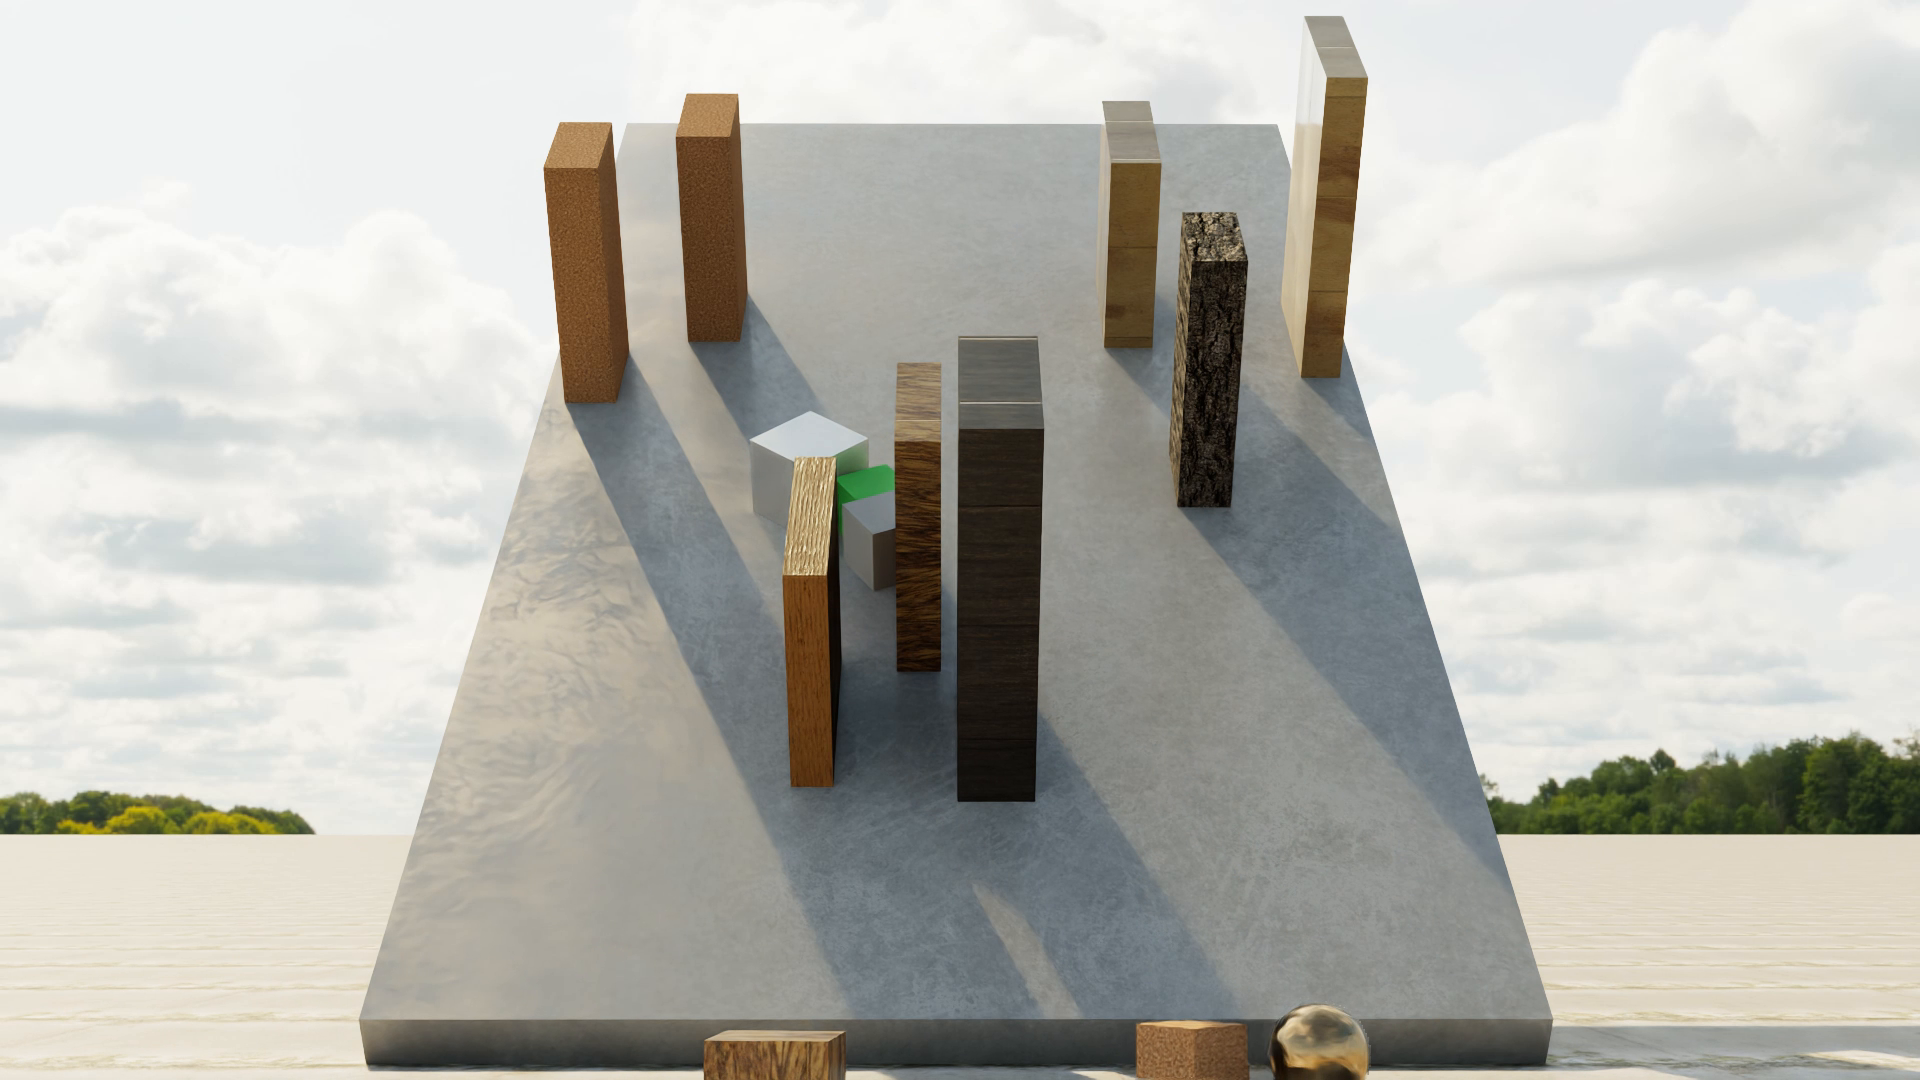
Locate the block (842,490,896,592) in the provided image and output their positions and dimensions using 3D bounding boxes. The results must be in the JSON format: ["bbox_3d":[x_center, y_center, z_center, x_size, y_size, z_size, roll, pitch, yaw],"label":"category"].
[{"bbox_3d":[-0.157,-0.001,5.256,0.143,0.143,0.143,-16,35,-25],"label":"block"}]

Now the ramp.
[{"bbox_3d":[-0.014,-0.197,5.811,2.000,0.100,4.000,0,31,0],"label":"ramp"}]

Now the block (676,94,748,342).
[{"bbox_3d":[-0.628,-0.820,6.198,0.132,0.557,0.290,0,31,0],"label":"block"}]

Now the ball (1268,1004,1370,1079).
[{"bbox_3d":[0.517,0.742,3.513,0.145,0.145,0.145,0,-7,0],"label":"ball"}]

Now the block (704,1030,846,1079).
[{"bbox_3d":[-0.221,0.671,2.927,0.148,0.148,0.148,-1,-7,5],"label":"block"}]

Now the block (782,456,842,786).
[{"bbox_3d":[-0.281,0.153,4.684,0.080,0.475,0.432,0,31,0],"label":"block"}]

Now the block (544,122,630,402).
[{"bbox_3d":[-0.900,-0.669,5.894,0.126,0.614,0.282,0,31,0],"label":"block"}]

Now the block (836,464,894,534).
[{"bbox_3d":[-0.190,-0.068,5.377,0.131,0.131,0.131,-16,35,-25],"label":"block"}]

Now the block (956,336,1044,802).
[{"bbox_3d":[0.069,0.059,4.529,0.146,0.800,0.354,0,31,0],"label":"block"}]

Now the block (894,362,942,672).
[{"bbox_3d":[-0.083,-0.047,4.956,0.089,0.535,0.331,0,31,0],"label":"block"}]

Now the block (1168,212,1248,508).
[{"bbox_3d":[0.554,-0.402,5.468,0.121,0.611,0.257,0,31,0],"label":"block"}]

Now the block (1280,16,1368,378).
[{"bbox_3d":[0.897,-0.849,6.038,0.097,0.784,0.425,0,31,0],"label":"block"}]

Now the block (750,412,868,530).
[{"bbox_3d":[-0.335,-0.145,5.449,0.186,0.186,0.186,26,40,36],"label":"block"}]

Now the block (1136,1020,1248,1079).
[{"bbox_3d":[0.336,0.759,3.526,0.114,0.114,0.114,6,-9,-41],"label":"block"}]

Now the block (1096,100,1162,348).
[{"bbox_3d":[0.428,-0.811,6.242,0.123,0.503,0.414,0,31,0],"label":"block"}]
